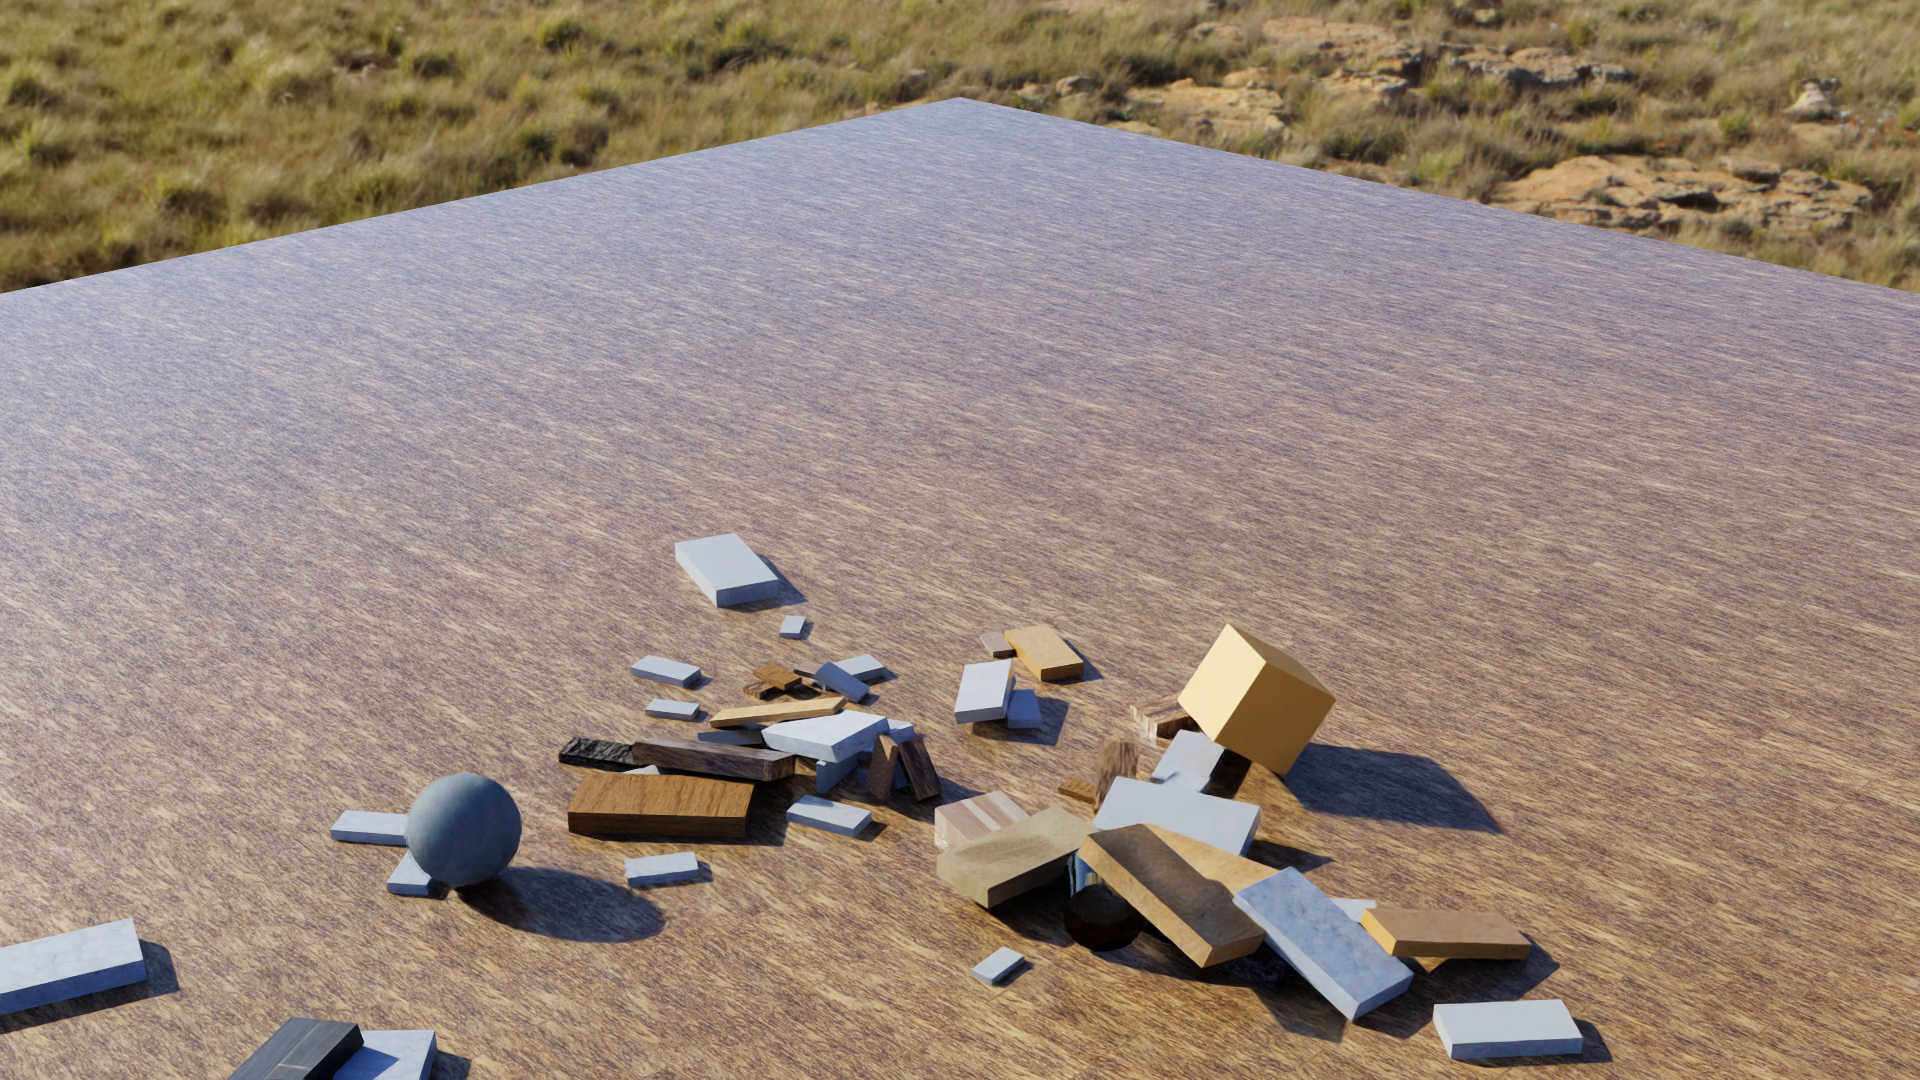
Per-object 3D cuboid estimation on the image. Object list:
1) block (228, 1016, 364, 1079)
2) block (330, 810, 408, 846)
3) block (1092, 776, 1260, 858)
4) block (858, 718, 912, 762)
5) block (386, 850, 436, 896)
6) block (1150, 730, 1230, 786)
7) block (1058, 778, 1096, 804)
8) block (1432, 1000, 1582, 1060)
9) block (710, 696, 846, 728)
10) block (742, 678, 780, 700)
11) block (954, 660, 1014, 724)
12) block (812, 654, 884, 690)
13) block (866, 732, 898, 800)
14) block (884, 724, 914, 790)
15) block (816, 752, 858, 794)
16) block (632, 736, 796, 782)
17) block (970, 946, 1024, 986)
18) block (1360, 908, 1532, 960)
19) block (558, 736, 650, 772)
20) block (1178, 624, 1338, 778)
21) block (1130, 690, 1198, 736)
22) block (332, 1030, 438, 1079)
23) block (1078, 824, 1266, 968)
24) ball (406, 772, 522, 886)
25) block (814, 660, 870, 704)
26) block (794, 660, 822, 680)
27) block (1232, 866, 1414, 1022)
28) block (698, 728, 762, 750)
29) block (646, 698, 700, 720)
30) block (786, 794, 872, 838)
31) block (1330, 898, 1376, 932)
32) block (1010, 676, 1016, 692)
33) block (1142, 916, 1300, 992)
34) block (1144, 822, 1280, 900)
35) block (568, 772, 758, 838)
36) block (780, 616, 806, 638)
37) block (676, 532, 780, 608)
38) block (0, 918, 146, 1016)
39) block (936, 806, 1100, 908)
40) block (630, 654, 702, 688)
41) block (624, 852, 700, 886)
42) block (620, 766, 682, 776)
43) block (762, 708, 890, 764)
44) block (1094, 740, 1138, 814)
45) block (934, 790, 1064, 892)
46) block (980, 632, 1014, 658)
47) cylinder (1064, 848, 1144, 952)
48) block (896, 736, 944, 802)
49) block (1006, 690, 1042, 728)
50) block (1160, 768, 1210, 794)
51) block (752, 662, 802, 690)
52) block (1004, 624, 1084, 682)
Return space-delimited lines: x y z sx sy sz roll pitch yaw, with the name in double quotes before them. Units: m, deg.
"block" -1.113 0.882 3.573 0.141 0.040 0.282 -1 25 25
"block" -1.164 0.573 4.382 0.157 0.022 0.078 3 23 8
"block" 0.425 0.560 4.334 0.300 0.042 0.150 10 41 22
"block" -0.169 0.429 4.721 0.077 0.022 0.154 8 24 18
"block" -1.040 0.631 4.244 0.078 0.022 0.157 3 23 6
"block" 0.484 0.470 4.612 0.112 0.032 0.224 8 24 19
"block" 0.258 0.518 4.522 0.101 0.014 0.050 15 27 31
"block" 0.933 0.834 3.753 0.224 0.032 0.112 -2 23 -4
"block" -0.394 0.372 4.745 0.317 0.016 0.058 -8 17 28
"block" -0.434 0.327 4.971 0.054 0.015 0.107 18 29 37
"block" 0.054 0.334 4.852 0.107 0.030 0.213 -8 24 11
"block" -0.258 0.302 5.022 0.154 0.022 0.077 -13 26 -28
"block" -0.159 0.464 4.506 0.017 0.123 0.062 -1 22 -33
"block" -0.119 0.447 4.547 0.062 0.123 0.017 -16 16 -33
"block" -0.256 0.467 4.573 0.019 0.068 0.136 11 25 25
"block" -0.509 0.453 4.567 0.302 0.043 0.151 6 1 14
"block" 0.068 0.763 3.944 0.048 0.014 0.095 17 28 35
"block" 0.875 0.709 3.960 0.292 0.032 0.112 6 19 -23
"block" -0.746 0.456 4.658 0.189 0.022 0.078 6 24 15
"block" 0.621 0.335 4.615 0.198 0.198 0.198 27 11 -25
"block" 0.494 0.374 4.842 0.213 0.030 0.107 -12 26 -26
"block" -0.953 0.900 3.588 0.141 0.040 0.282 -1 23 -1
"block" 0.378 0.633 3.942 0.162 0.046 0.324 -3 34 -47
"ball" -0.943 0.550 4.182 0.214 0.214 0.214 0 23 0
"block" -0.263 0.319 4.932 0.115 0.016 0.058 31 33 12
"block" -0.324 0.299 4.984 0.095 0.014 0.048 12 26 26
"block" 0.642 0.714 3.912 0.152 0.043 0.304 -16 44 -38
"block" -0.493 0.433 4.715 0.136 0.019 0.068 -3 23 -8
"block" -0.635 0.375 4.858 0.107 0.015 0.054 6 24 13
"block" -0.263 0.555 4.424 0.154 0.022 0.077 11 25 24
"block" 0.696 0.697 4.090 0.156 0.022 0.078 2 23 4
"block" 0.063 0.345 4.885 0.072 0.021 0.145 0 27 27
"block" 0.494 0.718 4.014 0.304 0.043 0.152 19 30 38
"block" 0.434 0.625 4.123 0.304 0.043 0.152 17 29 35
"block" -0.598 0.534 4.443 0.355 0.046 0.162 1 23 3
"block" -0.399 0.208 5.254 0.048 0.014 0.095 2 23 6
"block" -0.588 0.073 5.530 0.162 0.046 0.324 -10 25 -23
"block" -1.681 0.775 3.878 0.445 0.043 0.151 -11 25 -24
"block" 0.119 0.600 4.184 0.300 0.042 0.150 -18 29 -36
"block" -0.673 0.300 5.027 0.145 0.021 0.072 12 26 25
"block" -0.576 0.634 4.241 0.136 0.019 0.068 -5 24 -13
"block" -0.642 0.491 4.582 0.115 0.016 0.058 -12 26 -26
"block" -0.282 0.405 4.619 0.141 0.040 0.296 -26 15 -30
"block" 0.320 0.485 4.483 0.078 0.022 0.156 3 57 7
"block" 0.087 0.592 4.312 0.150 0.042 0.300 -12 26 -26
"block" 0.086 0.245 5.166 0.050 0.014 0.101 -7 24 -15
"cylinder" 0.263 0.653 4.036 0.145 0.145 0.145 1 23 3
"block" -0.085 0.471 4.517 0.062 0.123 0.017 -16 -13 -33
"block" 0.135 0.372 4.857 0.072 0.021 0.145 -2 23 -5
"block" 0.432 0.524 4.452 0.078 0.022 0.156 20 42 32
"block" -0.413 0.308 4.976 0.107 0.015 0.054 21 31 40
"block" 0.194 0.260 5.109 0.107 0.030 0.218 -9 24 -19
